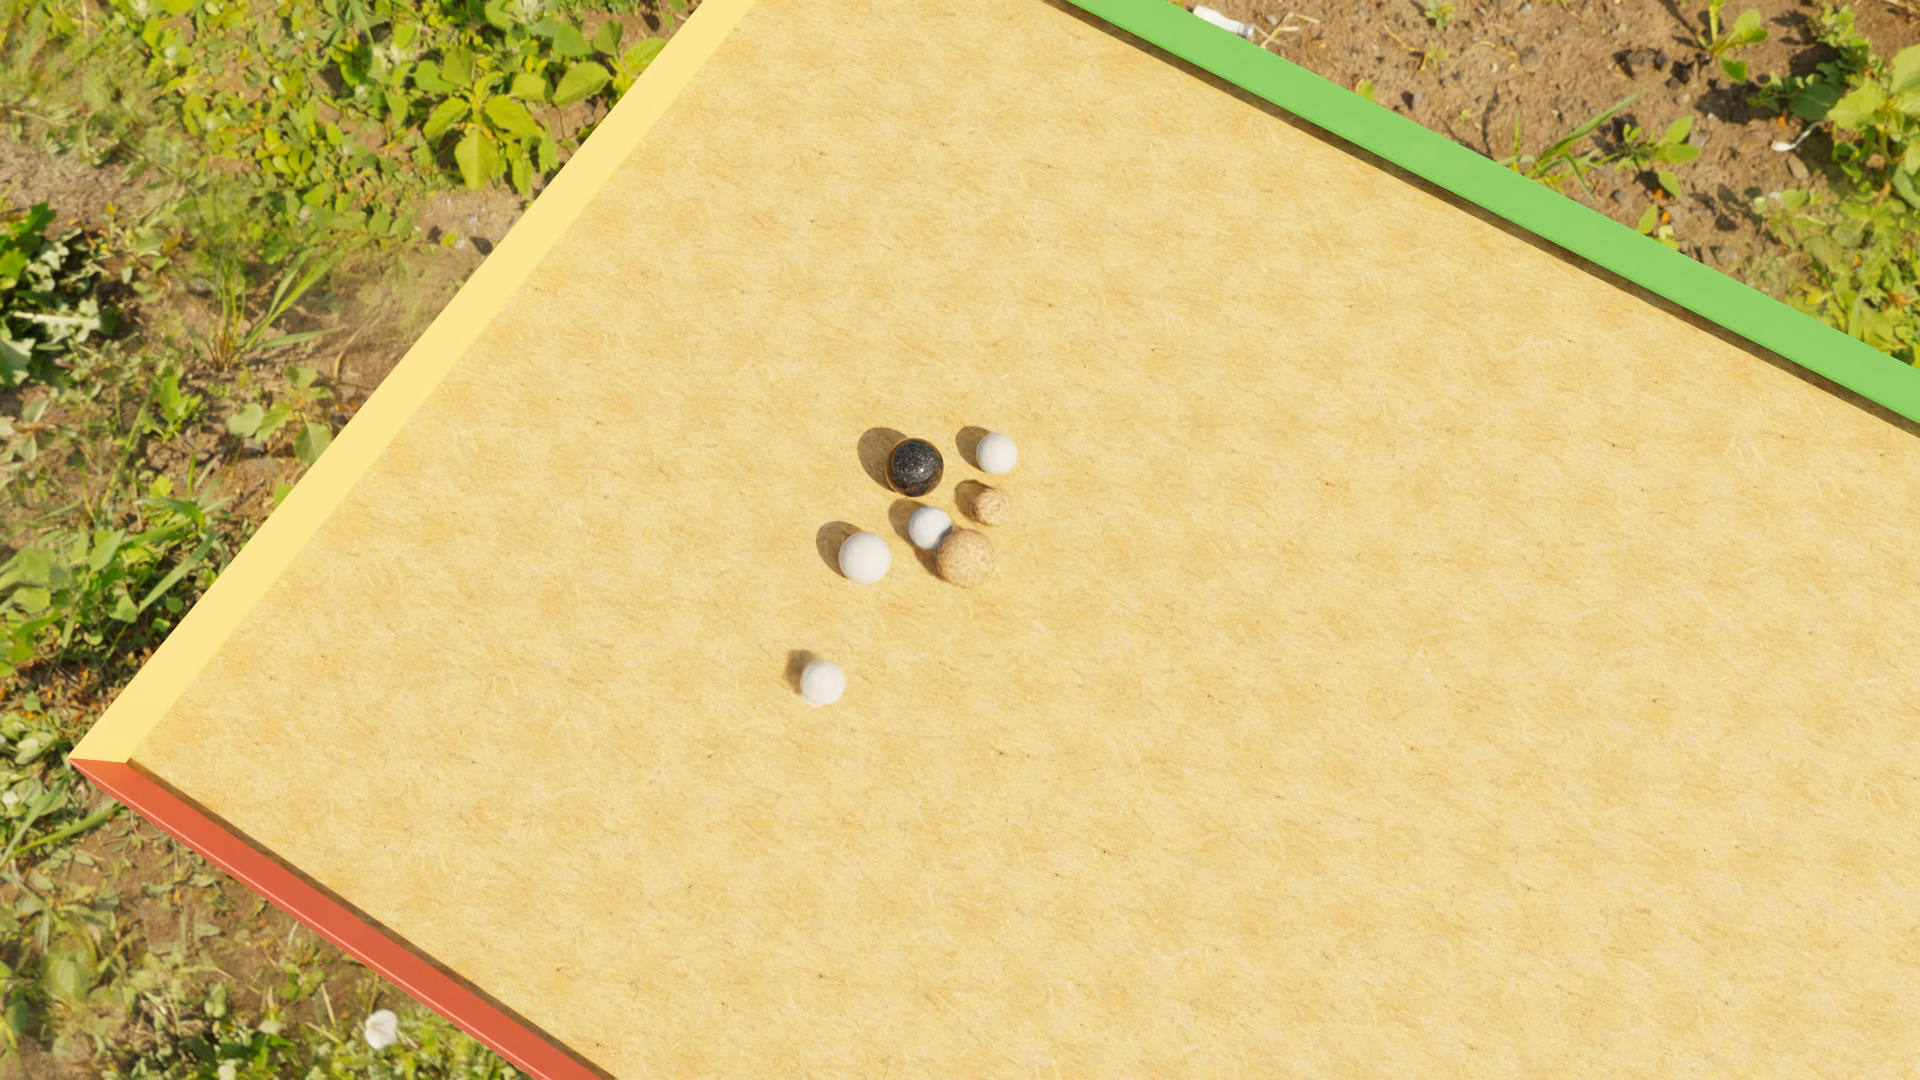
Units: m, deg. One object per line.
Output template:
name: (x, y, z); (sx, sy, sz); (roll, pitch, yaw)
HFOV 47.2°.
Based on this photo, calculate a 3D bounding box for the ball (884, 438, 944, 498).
ball: (-0.075, -0.119, 3.607); (0.100, 0.100, 0.100); (0, 65, 0)

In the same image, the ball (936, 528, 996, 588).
ball: (0.011, 0.030, 3.539); (0.096, 0.096, 0.096); (0, 65, 0)

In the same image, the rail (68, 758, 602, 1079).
rail: (0.237, 1.230, 2.961); (3.709, 0.129, 0.045); (30, 68, 13)

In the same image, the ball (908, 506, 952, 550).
ball: (-0.048, -0.019, 3.575); (0.072, 0.072, 0.072); (0, 65, 0)

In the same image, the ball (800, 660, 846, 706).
ball: (-0.216, 0.225, 3.462); (0.072, 0.072, 0.072); (0, 65, 0)

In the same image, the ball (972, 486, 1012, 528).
ball: (0.053, -0.054, 3.595); (0.066, 0.066, 0.066); (0, 65, 0)

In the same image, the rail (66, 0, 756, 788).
rail: (-0.766, -0.445, 3.741); (0.045, 0.129, 2.115); (30, 68, 13)

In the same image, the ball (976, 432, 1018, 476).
ball: (0.061, -0.142, 3.634); (0.070, 0.070, 0.070); (0, 65, 0)

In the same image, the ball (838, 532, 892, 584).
ball: (-0.153, 0.029, 3.545); (0.086, 0.086, 0.086); (0, 65, 0)

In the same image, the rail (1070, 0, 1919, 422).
rail: (1.335, -0.359, 3.701); (3.709, 0.129, 0.045); (30, 68, 13)
